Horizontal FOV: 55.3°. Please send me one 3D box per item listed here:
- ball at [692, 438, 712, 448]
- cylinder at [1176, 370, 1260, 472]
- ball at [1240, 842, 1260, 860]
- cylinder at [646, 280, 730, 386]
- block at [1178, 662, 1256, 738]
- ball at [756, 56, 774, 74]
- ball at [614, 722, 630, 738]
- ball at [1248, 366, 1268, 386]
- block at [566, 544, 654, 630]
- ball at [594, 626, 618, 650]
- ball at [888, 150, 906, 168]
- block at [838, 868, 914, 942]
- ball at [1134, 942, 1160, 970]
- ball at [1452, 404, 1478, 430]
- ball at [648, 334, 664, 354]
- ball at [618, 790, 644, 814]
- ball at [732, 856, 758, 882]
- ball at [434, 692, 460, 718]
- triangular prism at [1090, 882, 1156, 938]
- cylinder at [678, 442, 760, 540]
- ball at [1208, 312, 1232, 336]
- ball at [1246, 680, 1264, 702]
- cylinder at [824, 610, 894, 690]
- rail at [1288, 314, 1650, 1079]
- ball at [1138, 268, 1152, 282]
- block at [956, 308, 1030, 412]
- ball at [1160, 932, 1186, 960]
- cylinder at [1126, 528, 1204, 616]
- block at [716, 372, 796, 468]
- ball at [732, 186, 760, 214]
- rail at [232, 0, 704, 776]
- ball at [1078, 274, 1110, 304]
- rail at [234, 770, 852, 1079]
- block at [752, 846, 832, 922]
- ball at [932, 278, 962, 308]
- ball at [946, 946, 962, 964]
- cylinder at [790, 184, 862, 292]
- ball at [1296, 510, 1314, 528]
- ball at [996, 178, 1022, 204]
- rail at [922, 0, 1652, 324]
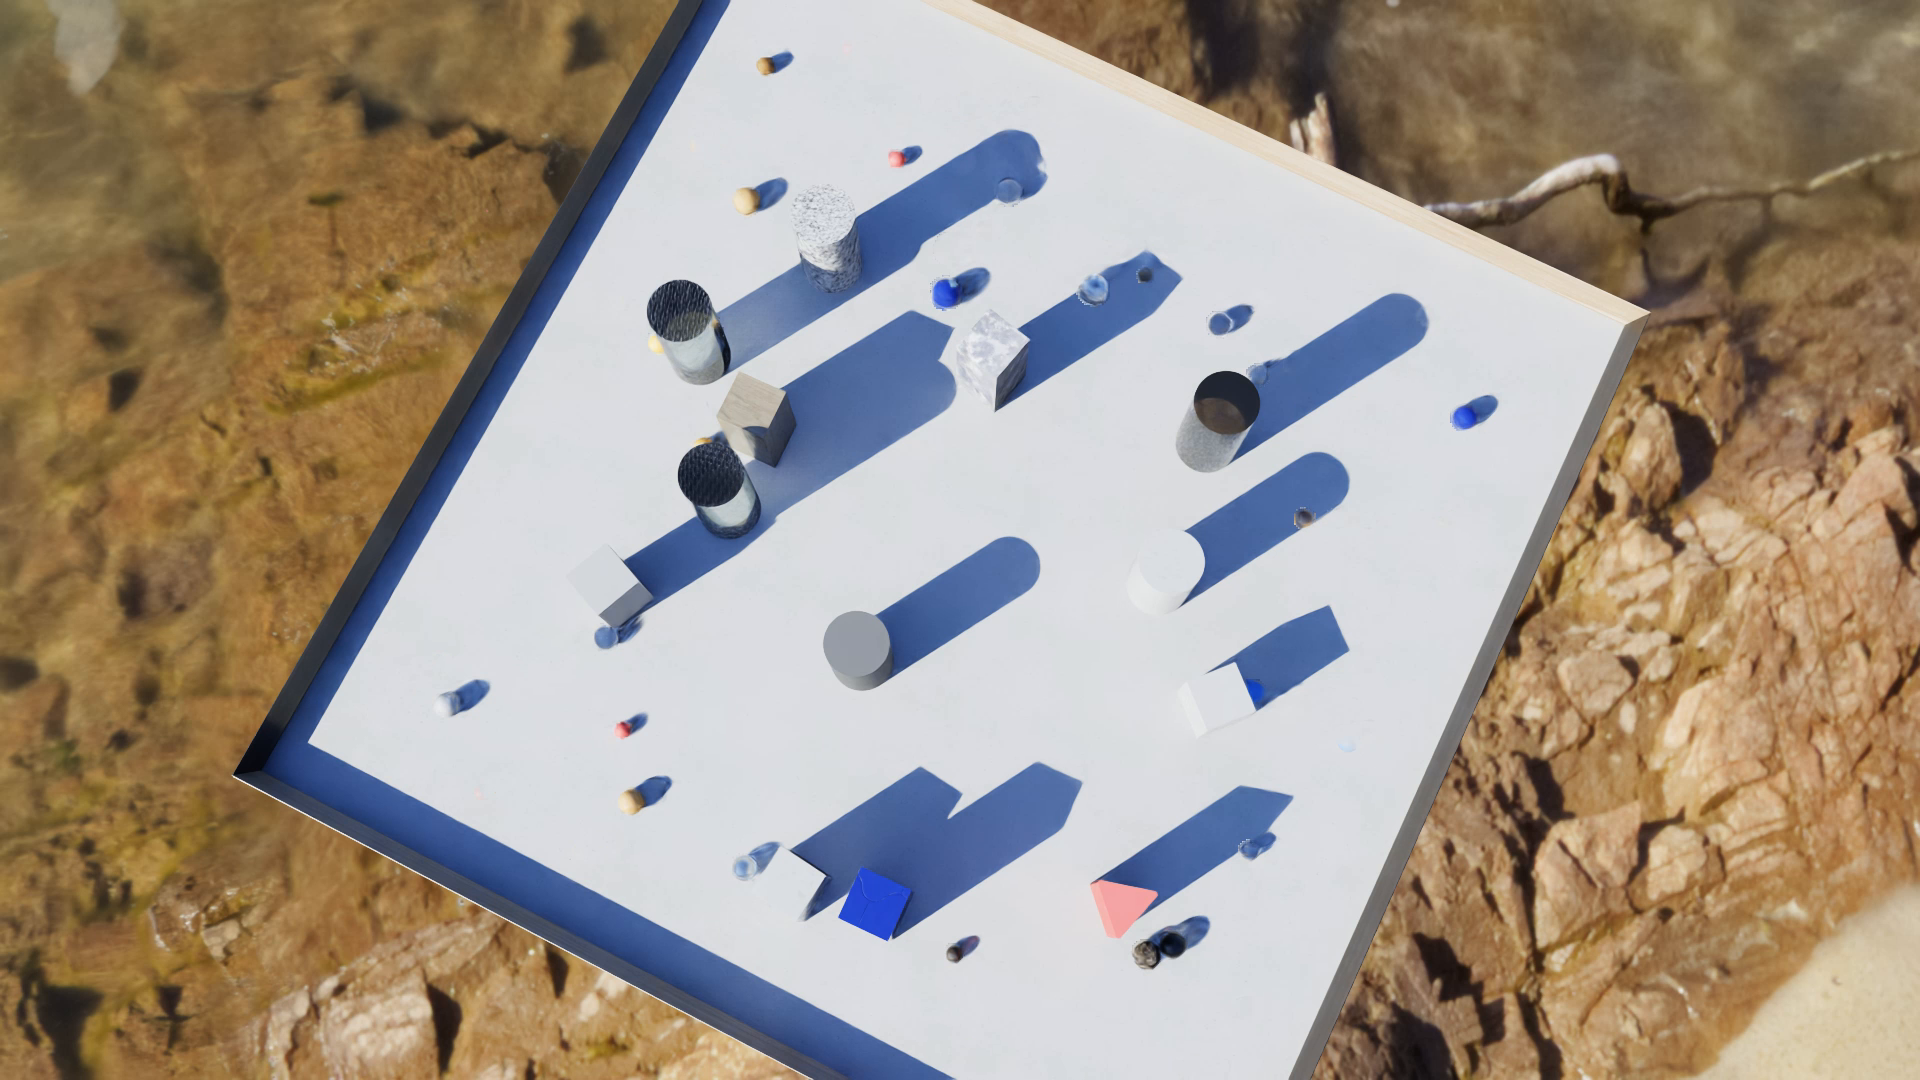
[{"bbox_3d":[-0.787,-0.279,5.638,0.071,0.071,0.071,0,78,0],"label":"ball"},{"bbox_3d":[0.763,-0.346,5.456,0.190,0.454,0.190,0,78,0],"label":"cylinder"},{"bbox_3d":[0.855,0.918,5.399,0.055,0.055,0.055,0,78,0],"label":"ball"},{"bbox_3d":[-0.812,-0.619,5.520,0.190,0.440,0.190,0,78,0],"label":"cylinder"},{"bbox_3d":[0.753,0.475,5.394,0.152,0.243,0.152,-21,79,-4],"label":"block"},{"bbox_3d":[-0.626,-1.528,5.903,0.058,0.058,0.058,0,78,0],"label":"ball"},{"bbox_3d":[-1.008,0.569,5.474,0.049,0.049,0.049,0,78,0],"label":"ball"},{"bbox_3d":[0.926,-0.508,5.689,0.063,0.063,0.063,0,78,0],"label":"ball"},{"bbox_3d":[-1.038,0.140,5.447,0.152,0.275,0.152,-40,81,-8],"label":"block"},{"bbox_3d":[-1.067,0.294,5.518,0.072,0.072,0.072,0,78,0],"label":"ball"},{"bbox_3d":[-0.202,-1.213,5.839,0.056,0.056,0.056,0,78,0],"label":"ball"},{"bbox_3d":[-0.234,1.037,5.212,0.152,0.371,0.152,24,79,5],"label":"block"},{"bbox_3d":[0.543,1.208,5.325,0.081,0.081,0.081,0,78,0],"label":"ball"},{"bbox_3d":[1.560,-0.378,5.655,0.078,0.078,0.078,0,78,0],"label":"ball"},{"bbox_3d":[-0.937,-0.612,5.710,0.065,0.065,0.065,0,78,0],"label":"ball"},{"bbox_3d":[-0.973,0.774,5.418,0.076,0.076,0.076,0,78,0],"label":"ball"},{"bbox_3d":[-0.632,0.964,5.379,0.075,0.075,0.075,0,78,0],"label":"ball"},{"bbox_3d":[-1.531,0.494,5.475,0.078,0.078,0.078,0,78,0],"label":"ball"},{"bbox_3d":[0.438,1.026,5.235,0.143,0.331,0.165,41,81,8],"label":"triangular prism"},{"bbox_3d":[-0.707,-0.140,5.418,0.190,0.445,0.190,0,78,0],"label":"cylinder"},{"bbox_3d":[0.812,-0.672,5.718,0.074,0.074,0.074,0,78,0],"label":"ball"},{"bbox_3d":[0.879,0.454,5.490,0.064,0.064,0.064,0,78,0],"label":"ball"},{"bbox_3d":[-0.295,0.328,5.380,0.190,0.330,0.190,0,78,0],"label":"cylinder"},{"bbox_3d":[1.396,0.690,5.410,0.045,0.124,3.170,26,80,5],"label":"rail"},{"bbox_3d":[0.584,-0.834,5.766,0.044,0.044,0.044,0,78,0],"label":"ball"},{"bbox_3d":[0.097,-0.539,5.538,0.152,0.371,0.152,39,81,7],"label":"block"},{"bbox_3d":[0.621,1.179,5.333,0.078,0.078,0.078,0,78,0],"label":"ball"},{"bbox_3d":[0.603,0.098,5.406,0.190,0.372,0.190,0,78,0],"label":"cylinder"},{"bbox_3d":[-0.607,-0.358,5.506,0.152,0.362,0.152,24,79,5],"label":"block"},{"bbox_3d":[-0.675,-1.073,5.794,0.087,0.087,0.087,0,78,0],"label":"ball"},{"bbox_3d":[-1.396,-0.677,5.692,0.045,0.124,3.170,26,80,5],"label":"rail"},{"bbox_3d":[0.419,-0.784,5.730,0.095,0.095,0.095,0,78,0],"label":"ball"},{"bbox_3d":[-0.698,1.374,5.268,3.169,0.124,0.045,26,80,5],"label":"rail"},{"bbox_3d":[-0.480,0.991,5.266,0.152,0.285,0.152,32,80,6],"label":"block"},{"bbox_3d":[-0.042,-0.771,5.728,0.094,0.094,0.094,0,78,0],"label":"ball"},{"bbox_3d":[-0.017,1.207,5.341,0.051,0.051,0.051,0,78,0],"label":"ball"},{"bbox_3d":[-0.403,-0.915,5.590,0.190,0.421,0.190,0,78,0],"label":"cylinder"},{"bbox_3d":[1.055,-0.065,5.603,0.053,0.053,0.053,0,78,0],"label":"ball"},{"bbox_3d":[0.154,-1.104,5.802,0.084,0.084,0.084,0,78,0],"label":"ball"},{"bbox_3d":[0.698,-1.361,5.834,3.169,0.124,0.045,26,80,5],"label":"rail"}]
